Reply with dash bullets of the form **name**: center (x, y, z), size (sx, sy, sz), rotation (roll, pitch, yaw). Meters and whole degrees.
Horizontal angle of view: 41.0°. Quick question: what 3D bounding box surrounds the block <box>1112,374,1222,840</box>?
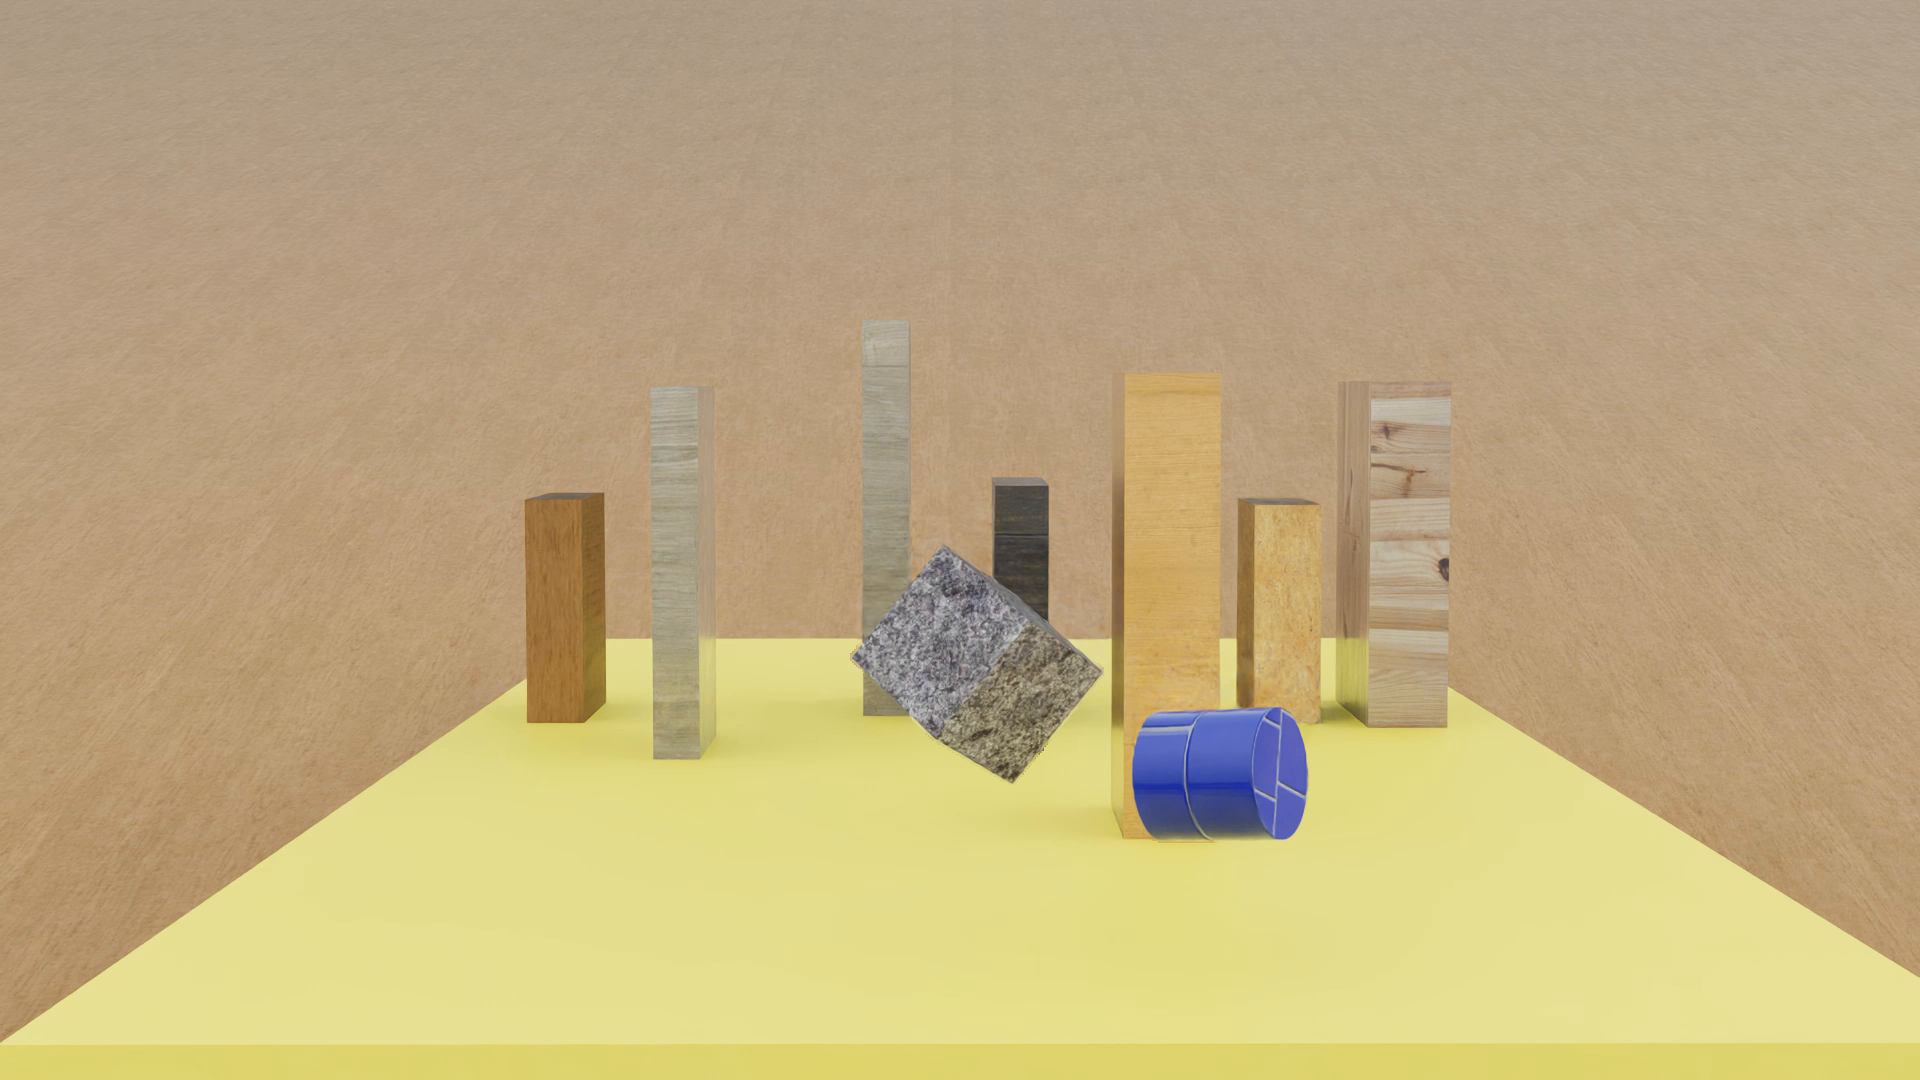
- **block**: center (0.301, 0.087, 3.791), size (0.136, 0.664, 0.292), rotation (0, 4, 0)

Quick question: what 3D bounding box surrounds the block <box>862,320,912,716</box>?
- **block**: center (-0.145, -0.049, 5.132), size (0.090, 0.771, 0.277), rotation (0, 4, 0)

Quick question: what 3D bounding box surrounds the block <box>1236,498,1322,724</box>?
- **block**: center (0.623, 0.133, 5.028), size (0.128, 0.418, 0.290), rotation (0, 4, 0)

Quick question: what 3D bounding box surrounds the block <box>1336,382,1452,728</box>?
- **block**: center (0.843, 0.016, 5.028), size (0.149, 0.652, 0.419), rotation (0, 4, 0)

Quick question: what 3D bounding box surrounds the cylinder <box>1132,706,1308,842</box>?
- **cylinder**: center (0.297, 0.267, 2.919), size (0.149, 0.149, 0.149), rotation (-5, 15, 31)

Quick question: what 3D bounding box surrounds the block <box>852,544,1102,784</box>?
- **block**: center (0.021, 0.149, 3.066), size (0.174, 0.174, 0.174), rotation (41, 4, 40)

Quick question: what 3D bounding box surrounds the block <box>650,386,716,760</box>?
- **block**: center (-0.491, 0.048, 4.575), size (0.081, 0.645, 0.310), rotation (0, 4, 0)

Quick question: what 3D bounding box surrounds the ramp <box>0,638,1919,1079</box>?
- **ramp**: center (0.047, 0.424, 4.534), size (2.000, 0.100, 4.000), rotation (0, 4, 0)

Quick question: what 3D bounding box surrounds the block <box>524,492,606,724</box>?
- **block**: center (-0.775, 0.127, 5.061), size (0.108, 0.428, 0.318), rotation (0, 4, 0)

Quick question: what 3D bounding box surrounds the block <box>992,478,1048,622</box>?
- **block**: center (0.116, 0.113, 5.042), size (0.101, 0.457, 0.421), rotation (0, 4, 0)
